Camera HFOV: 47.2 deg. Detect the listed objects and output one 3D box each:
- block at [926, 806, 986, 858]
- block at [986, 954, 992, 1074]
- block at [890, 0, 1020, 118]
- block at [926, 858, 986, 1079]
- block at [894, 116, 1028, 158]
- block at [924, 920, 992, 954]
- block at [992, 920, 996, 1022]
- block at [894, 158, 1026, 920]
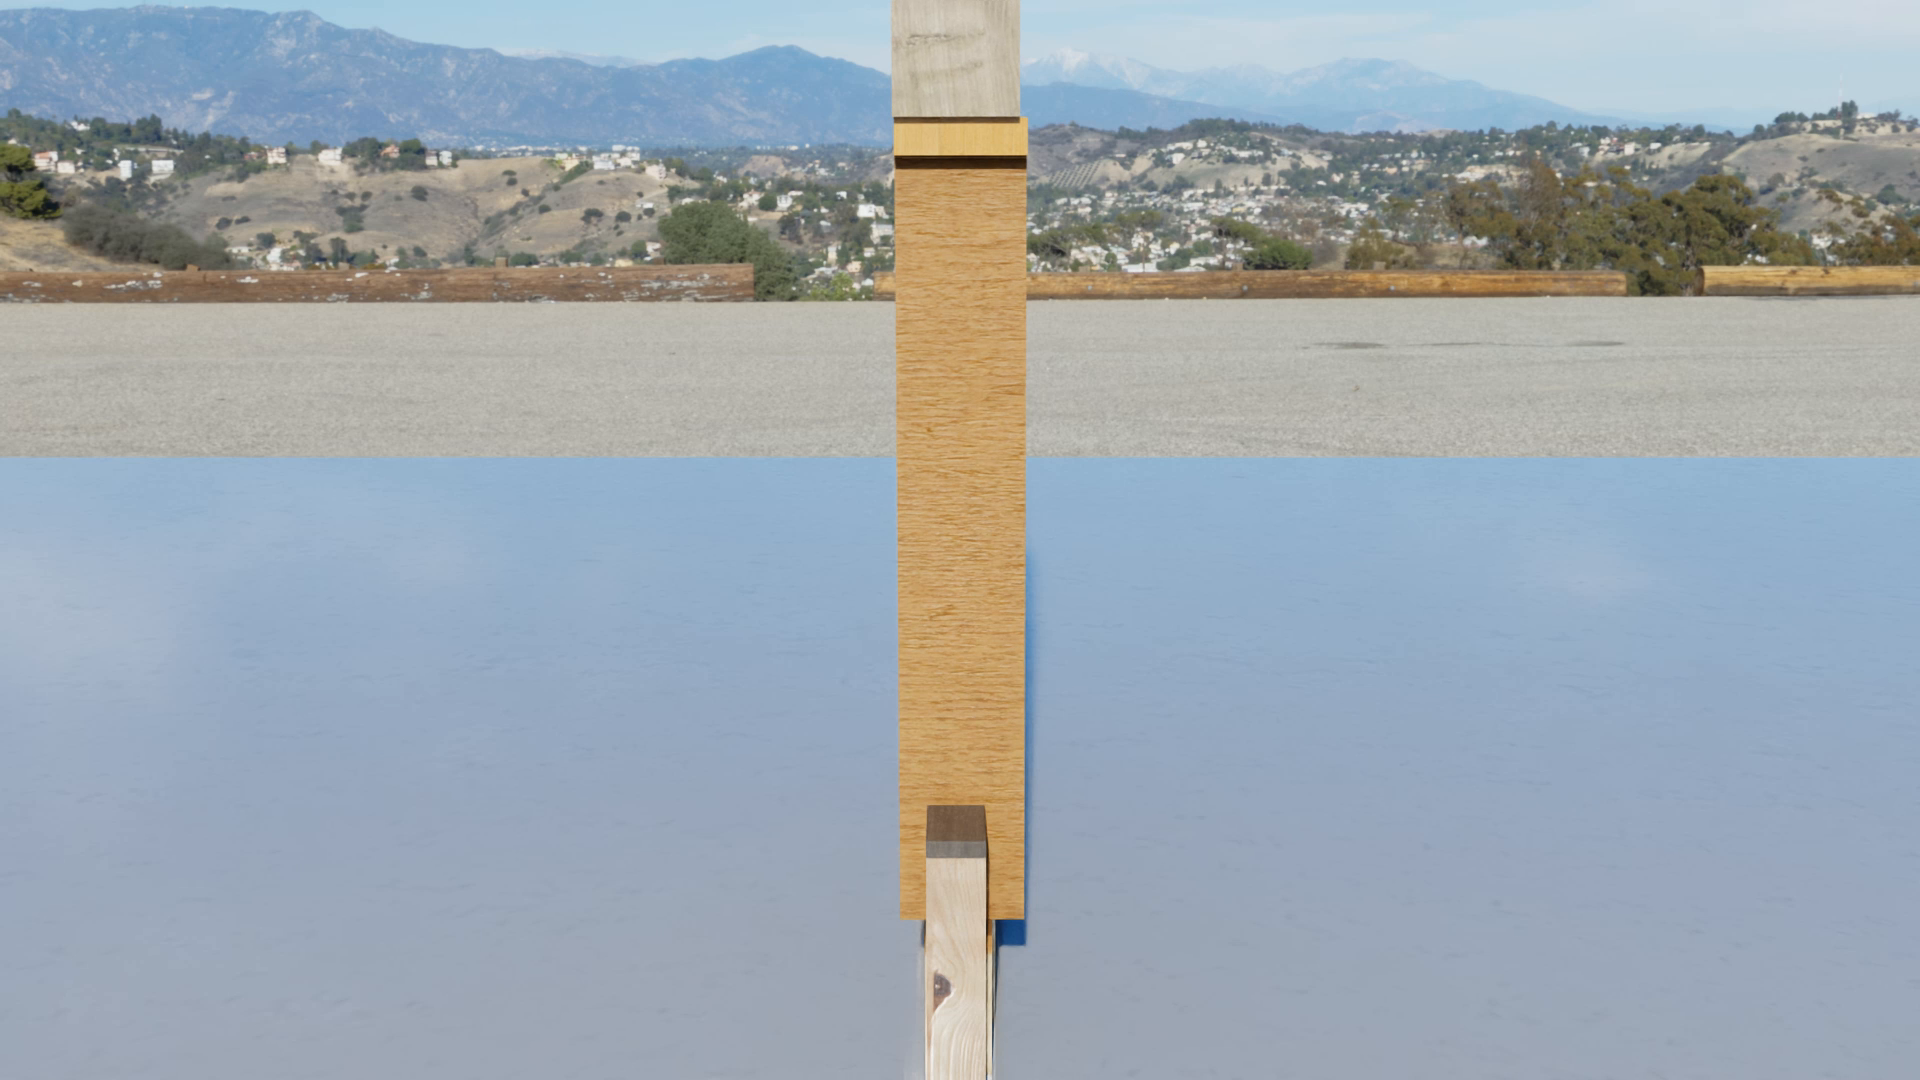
[{"bbox_3d":[-0.005,0.374,2.830,0.076,0.021,0.151,0,10,0],"label":"block"},{"bbox_3d":[-0.002,0.631,2.961,0.089,0.178,0.025,0,11,0],"label":"block"},{"bbox_3d":[-0.006,-0.685,2.722,0.159,0.318,0.045,0,10,0],"label":"block"},{"bbox_3d":[-0.005,0.568,2.815,0.076,0.355,0.021,0,11,0],"label":"block"},{"bbox_3d":[0.001,-0.529,2.914,0.167,0.047,0.335,0,8,0],"label":"block"},{"bbox_3d":[-0.002,0.520,3.001,0.089,0.025,0.178,0,11,0],"label":"block"},{"bbox_3d":[0.003,0.594,3.138,0.093,0.186,0.026,0,11,0],"label":"block"},{"bbox_3d":[0.002,0.010,2.901,0.167,1.014,0.047,0,11,0],"label":"block"}]
